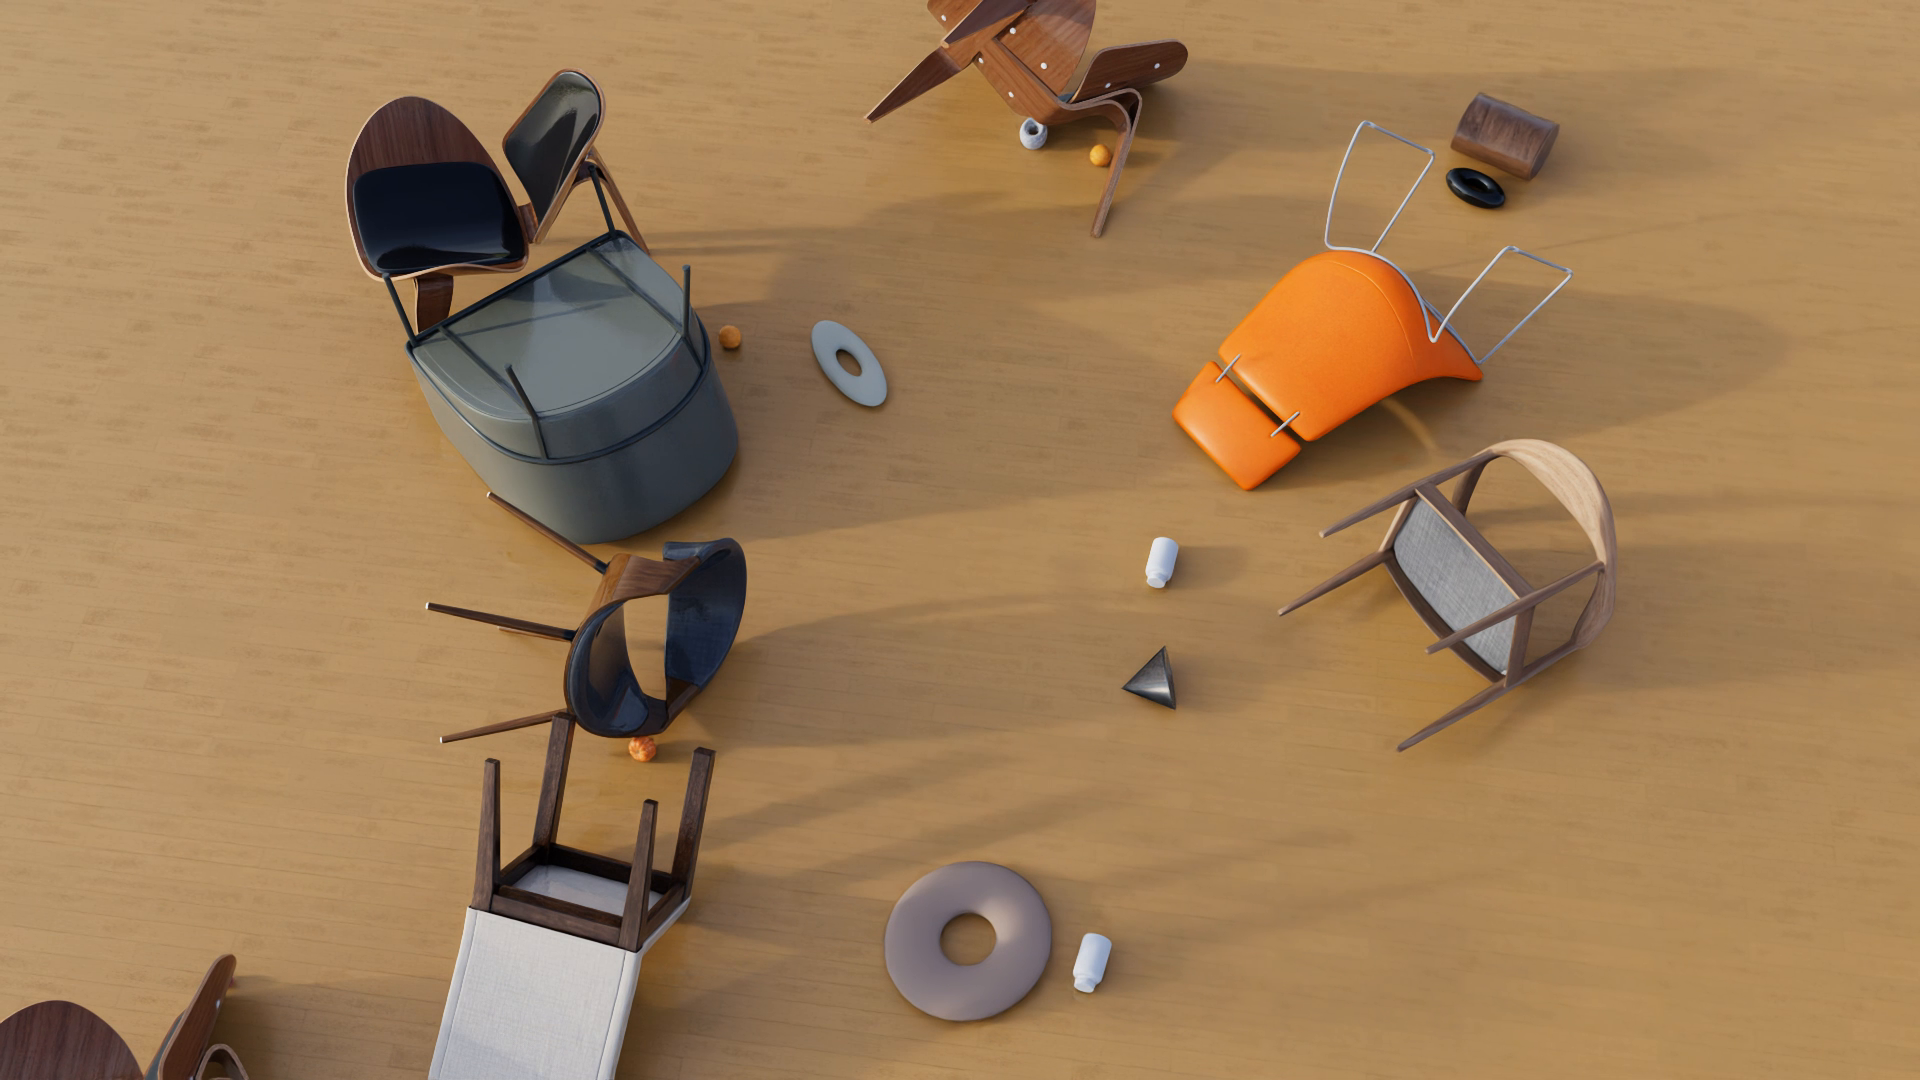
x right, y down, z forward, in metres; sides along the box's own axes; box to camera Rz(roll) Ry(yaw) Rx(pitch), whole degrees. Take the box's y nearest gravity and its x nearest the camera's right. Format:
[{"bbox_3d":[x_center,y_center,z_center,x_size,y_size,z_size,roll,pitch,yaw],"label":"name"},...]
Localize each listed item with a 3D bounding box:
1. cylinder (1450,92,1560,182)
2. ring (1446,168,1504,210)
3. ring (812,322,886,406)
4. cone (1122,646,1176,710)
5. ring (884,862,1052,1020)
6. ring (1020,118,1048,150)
[{"bbox_3d":[1.828,-1.353,7.372,0.282,0.180,0.252,27,52,17],"label":"cylinder"},{"bbox_3d":[1.717,-1.172,7.328,0.217,0.056,0.125,33,61,20],"label":"ring"},{"bbox_3d":[-0.350,-0.557,6.920,0.168,0.048,0.387,-26,60,-17],"label":"ring"},{"bbox_3d":[0.529,0.408,6.273,0.144,0.096,0.206,-14,56,13],"label":"cone"},{"bbox_3d":[0.021,1.058,5.825,0.436,0.066,0.466,31,61,20],"label":"ring"},{"bbox_3d":[0.250,-1.381,7.467,0.095,0.056,0.125,5,58,6],"label":"ring"}]
